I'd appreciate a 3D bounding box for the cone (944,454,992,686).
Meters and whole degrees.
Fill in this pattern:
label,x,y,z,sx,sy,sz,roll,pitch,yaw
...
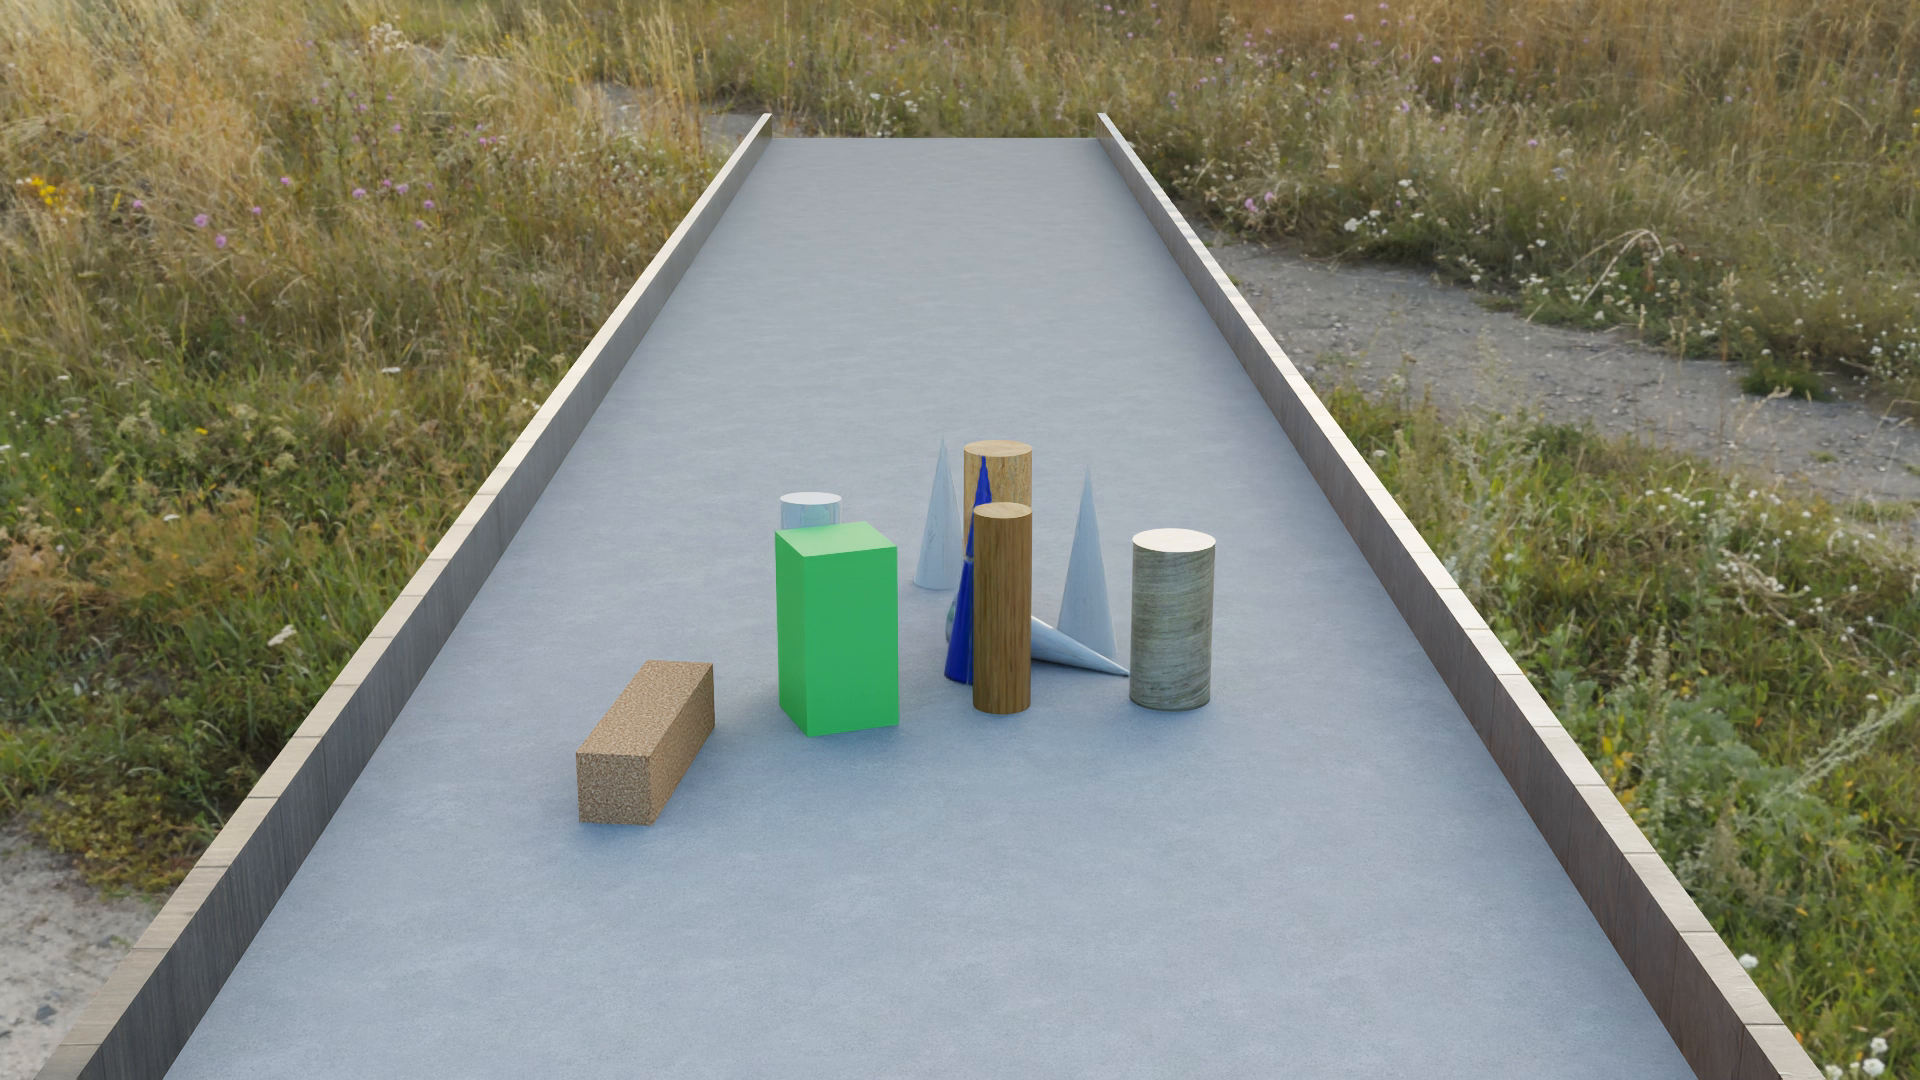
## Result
label,x,y,z,sx,sy,sz,roll,pitch,yaw
cone,0.045,0.046,4.272,0.154,0.454,0.154,0,17,0

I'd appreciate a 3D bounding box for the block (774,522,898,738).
label,x,y,z,sx,sy,sz,roll,pitch,yaw
block,-0.228,0.162,4.076,0.177,0.345,0.177,-6,18,-20

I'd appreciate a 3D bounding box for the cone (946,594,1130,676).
label,x,y,z,sx,sy,sz,roll,pitch,yaw
cone,0.180,0.211,4.399,0.407,0.138,0.138,19,23,25

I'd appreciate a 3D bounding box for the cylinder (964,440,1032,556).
label,x,y,z,sx,sy,sz,roll,pitch,yaw
cylinder,0.079,-0.016,4.637,0.142,0.366,0.142,0,17,0

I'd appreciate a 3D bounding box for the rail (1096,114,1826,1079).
label,x,y,z,sx,sy,sz,roll,pitch,yaw
rail,0.932,-0.844,7.801,0.050,0.150,12.000,0,17,-1

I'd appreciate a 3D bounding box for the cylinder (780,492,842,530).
label,x,y,z,sx,sy,sz,roll,pitch,yaw
cylinder,-0.287,0.100,4.229,0.117,0.369,0.117,1,13,0

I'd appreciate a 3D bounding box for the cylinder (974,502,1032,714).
label,x,y,z,sx,sy,sz,roll,pitch,yaw
cylinder,0.079,0.128,4.124,0.109,0.383,0.109,0,17,0

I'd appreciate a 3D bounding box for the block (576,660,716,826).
label,x,y,z,sx,sy,sz,roll,pitch,yaw
block,-0.543,0.347,3.843,0.124,0.124,0.455,2,17,7

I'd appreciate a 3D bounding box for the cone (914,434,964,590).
label,x,y,z,sx,sy,sz,roll,pitch,yaw
cone,-0.036,-0.072,4.874,0.134,0.340,0.134,0,17,0

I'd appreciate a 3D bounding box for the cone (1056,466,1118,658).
label,x,y,z,sx,sy,sz,roll,pitch,yaw
cone,0.254,0.035,4.412,0.133,0.398,0.133,0,17,0

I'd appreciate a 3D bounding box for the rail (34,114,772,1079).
label,x,y,z,sx,sy,sz,roll,pitch,yaw
rail,-1.118,-0.838,7.780,0.050,0.150,12.000,0,17,-1

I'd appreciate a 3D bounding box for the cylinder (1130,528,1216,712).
label,x,y,z,sx,sy,sz,roll,pitch,yaw
cylinder,0.401,0.151,4.168,0.155,0.314,0.155,0,17,0
